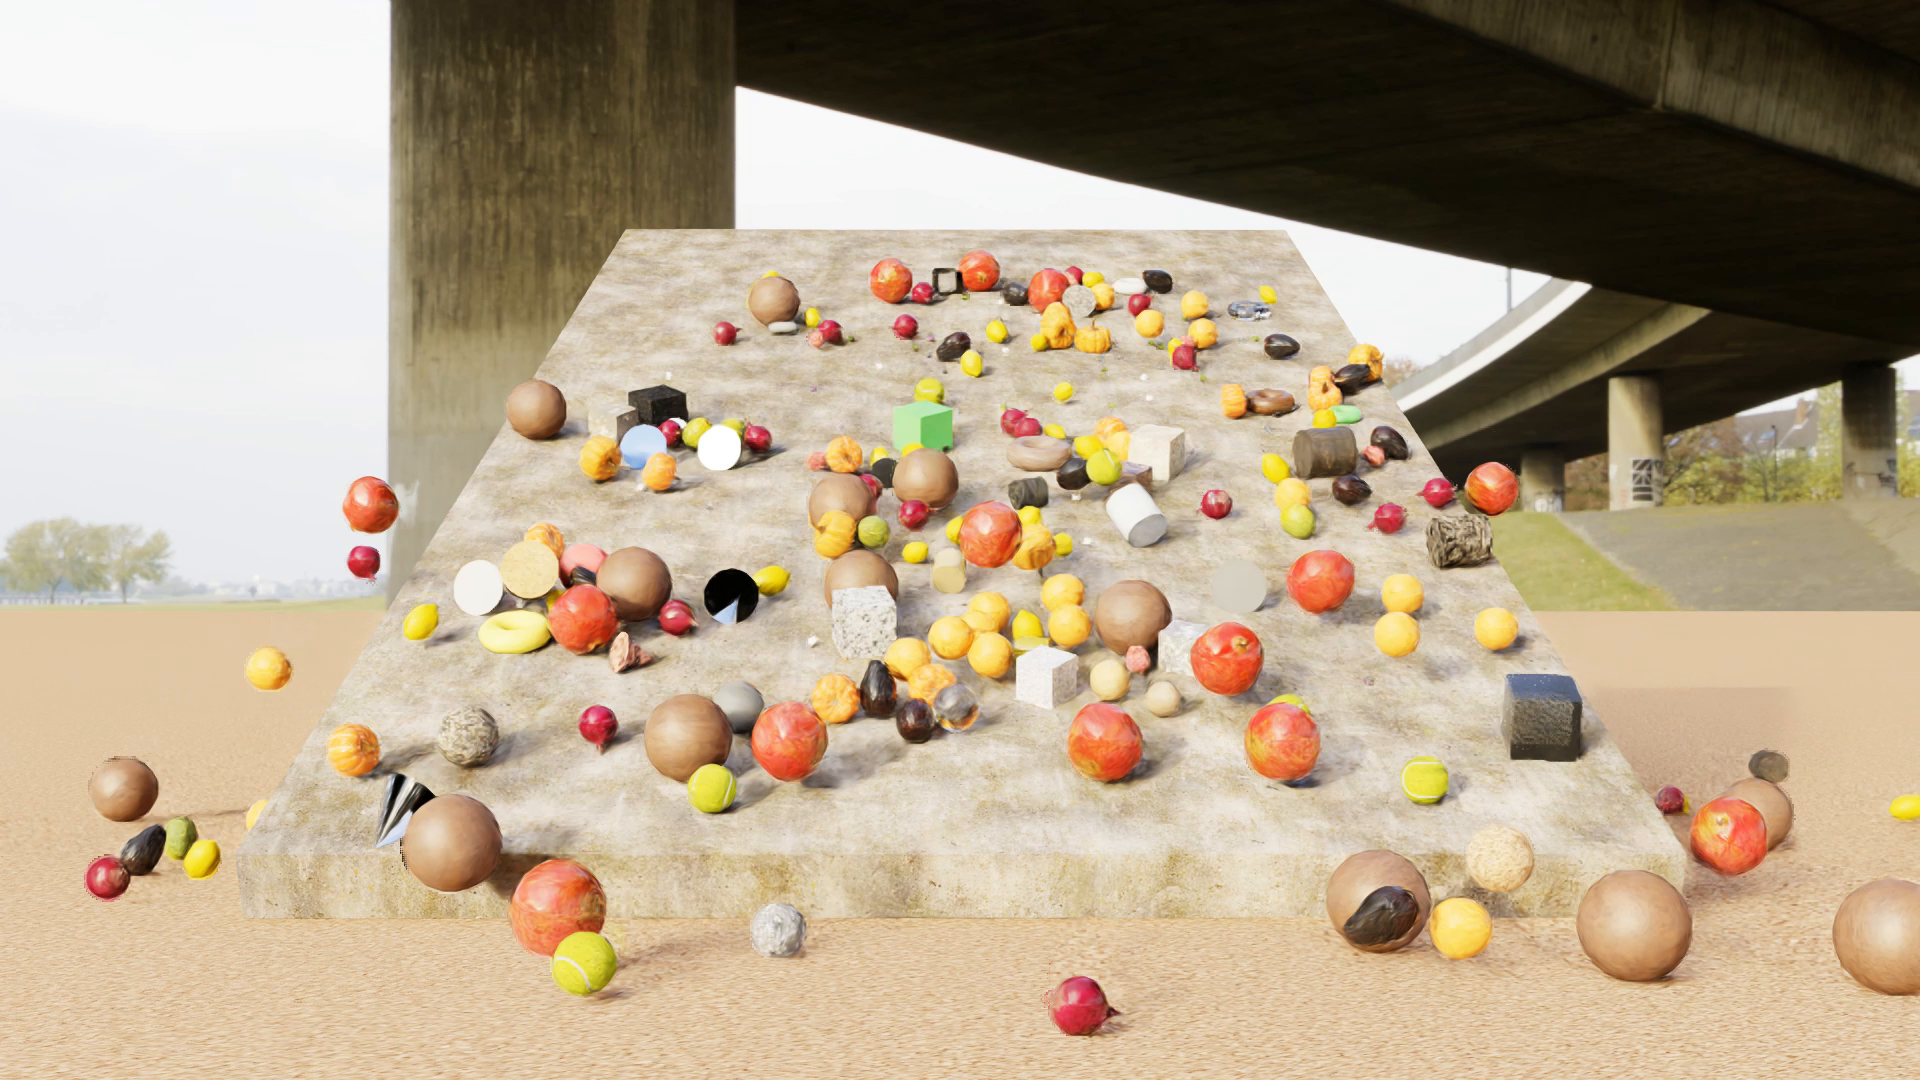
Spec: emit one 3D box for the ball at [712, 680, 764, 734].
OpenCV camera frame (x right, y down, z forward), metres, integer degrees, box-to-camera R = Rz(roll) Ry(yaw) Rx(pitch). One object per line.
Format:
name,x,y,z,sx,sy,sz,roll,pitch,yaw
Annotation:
ball,-0.341,0.257,3.485,0.082,0.082,0.082,0,-2,0

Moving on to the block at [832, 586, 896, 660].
block,-0.160,0.138,3.799,0.090,0.090,0.090,-5,21,-13

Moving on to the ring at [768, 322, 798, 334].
ring,-0.445,-0.534,5.714,0.077,0.026,0.077,0,4,0

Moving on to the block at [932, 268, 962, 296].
block,-0.037,-0.698,6.124,0.061,0.061,0.061,-10,22,-25

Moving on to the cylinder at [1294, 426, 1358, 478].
cylinder,0.750,-0.181,4.658,0.099,0.099,0.099,-5,0,-14

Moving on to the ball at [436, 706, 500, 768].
ball,-0.731,0.292,3.374,0.091,0.091,0.091,0,-2,0

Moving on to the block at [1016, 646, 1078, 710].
block,0.138,0.218,3.609,0.070,0.070,0.070,15,25,35

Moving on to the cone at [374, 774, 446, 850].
cone,-0.787,0.395,3.163,0.098,0.098,0.098,21,-37,17

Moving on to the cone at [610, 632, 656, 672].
cone,-0.530,0.192,3.732,0.068,0.068,0.068,17,-11,-32

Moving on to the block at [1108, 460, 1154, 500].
block,0.341,-0.114,4.527,0.064,0.064,0.064,14,24,33

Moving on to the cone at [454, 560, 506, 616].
cone,-0.824,0.089,3.996,0.097,0.097,0.097,-1,-8,18

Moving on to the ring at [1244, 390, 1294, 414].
ring,0.695,-0.311,5.105,0.115,0.038,0.115,0,19,0

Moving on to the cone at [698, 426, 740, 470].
cone,-0.488,-0.184,4.747,0.095,0.095,0.095,0,-7,14

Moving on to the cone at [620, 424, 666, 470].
cone,-0.656,-0.186,4.749,0.096,0.096,0.096,0,-7,0

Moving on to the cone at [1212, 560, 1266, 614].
cone,0.488,0.087,4.008,0.097,0.097,0.097,0,-7,1

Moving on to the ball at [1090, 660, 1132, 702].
ball,0.239,0.223,3.603,0.066,0.066,0.066,0,-2,0

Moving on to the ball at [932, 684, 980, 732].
ball,-0.006,0.259,3.493,0.075,0.075,0.075,0,-2,0

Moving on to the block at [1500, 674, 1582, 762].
block,0.880,0.268,3.435,0.099,0.099,0.099,2,20,5

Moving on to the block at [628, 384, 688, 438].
block,-0.655,-0.277,4.928,0.091,0.091,0.091,-16,25,-37

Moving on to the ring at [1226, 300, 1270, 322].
ring,0.747,-0.593,5.876,0.113,0.038,0.113,1,19,0

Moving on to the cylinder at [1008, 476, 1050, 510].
cylinder,0.136,-0.092,4.470,0.060,0.060,0.060,9,-5,-27

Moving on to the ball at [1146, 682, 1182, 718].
ball,0.318,0.249,3.547,0.056,0.056,0.056,0,-2,0

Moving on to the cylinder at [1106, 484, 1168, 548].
cylinder,0.332,-0.045,4.257,0.085,0.085,0.085,1,41,-37

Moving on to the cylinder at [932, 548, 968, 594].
cylinder,-0.019,0.056,4.054,0.060,0.060,0.060,0,29,3

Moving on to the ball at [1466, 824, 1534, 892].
ball,0.632,0.373,2.652,0.079,0.079,0.079,0,-2,0

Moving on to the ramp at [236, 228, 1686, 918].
ramp,-0.005,-0.208,5.020,2.000,0.100,4.000,0,20,0

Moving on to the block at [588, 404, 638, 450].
block,-0.742,-0.243,4.860,0.074,0.074,0.074,11,23,27

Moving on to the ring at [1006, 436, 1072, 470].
ring,0.166,-0.181,4.737,0.141,0.047,0.141,1,20,0

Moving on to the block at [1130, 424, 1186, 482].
block,0.406,-0.180,4.672,0.088,0.088,0.088,10,22,24

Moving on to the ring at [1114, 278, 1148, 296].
ring,0.462,-0.685,6.134,0.097,0.032,0.097,1,19,0

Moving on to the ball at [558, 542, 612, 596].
ball,-0.665,0.052,4.023,0.095,0.095,0.095,0,-2,0

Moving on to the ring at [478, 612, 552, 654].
ring,-0.749,0.155,3.821,0.121,0.040,0.121,-1,22,0

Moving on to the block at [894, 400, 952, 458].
block,-0.078,-0.236,4.821,0.089,0.089,0.089,-17,26,-38

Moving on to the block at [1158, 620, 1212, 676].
block,0.370,0.177,3.730,0.065,0.065,0.065,11,23,27

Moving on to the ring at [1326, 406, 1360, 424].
ring,0.851,-0.279,5.035,0.077,0.026,0.077,0,22,0

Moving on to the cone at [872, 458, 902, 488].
cone,-0.157,-0.131,4.621,0.065,0.065,0.065,0,-8,-16

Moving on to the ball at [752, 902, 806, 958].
ball,-0.223,0.483,2.803,0.068,0.068,0.068,0,-2,0

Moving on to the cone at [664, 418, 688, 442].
cone,-0.606,-0.233,4.904,0.054,0.054,0.054,0,-7,12
